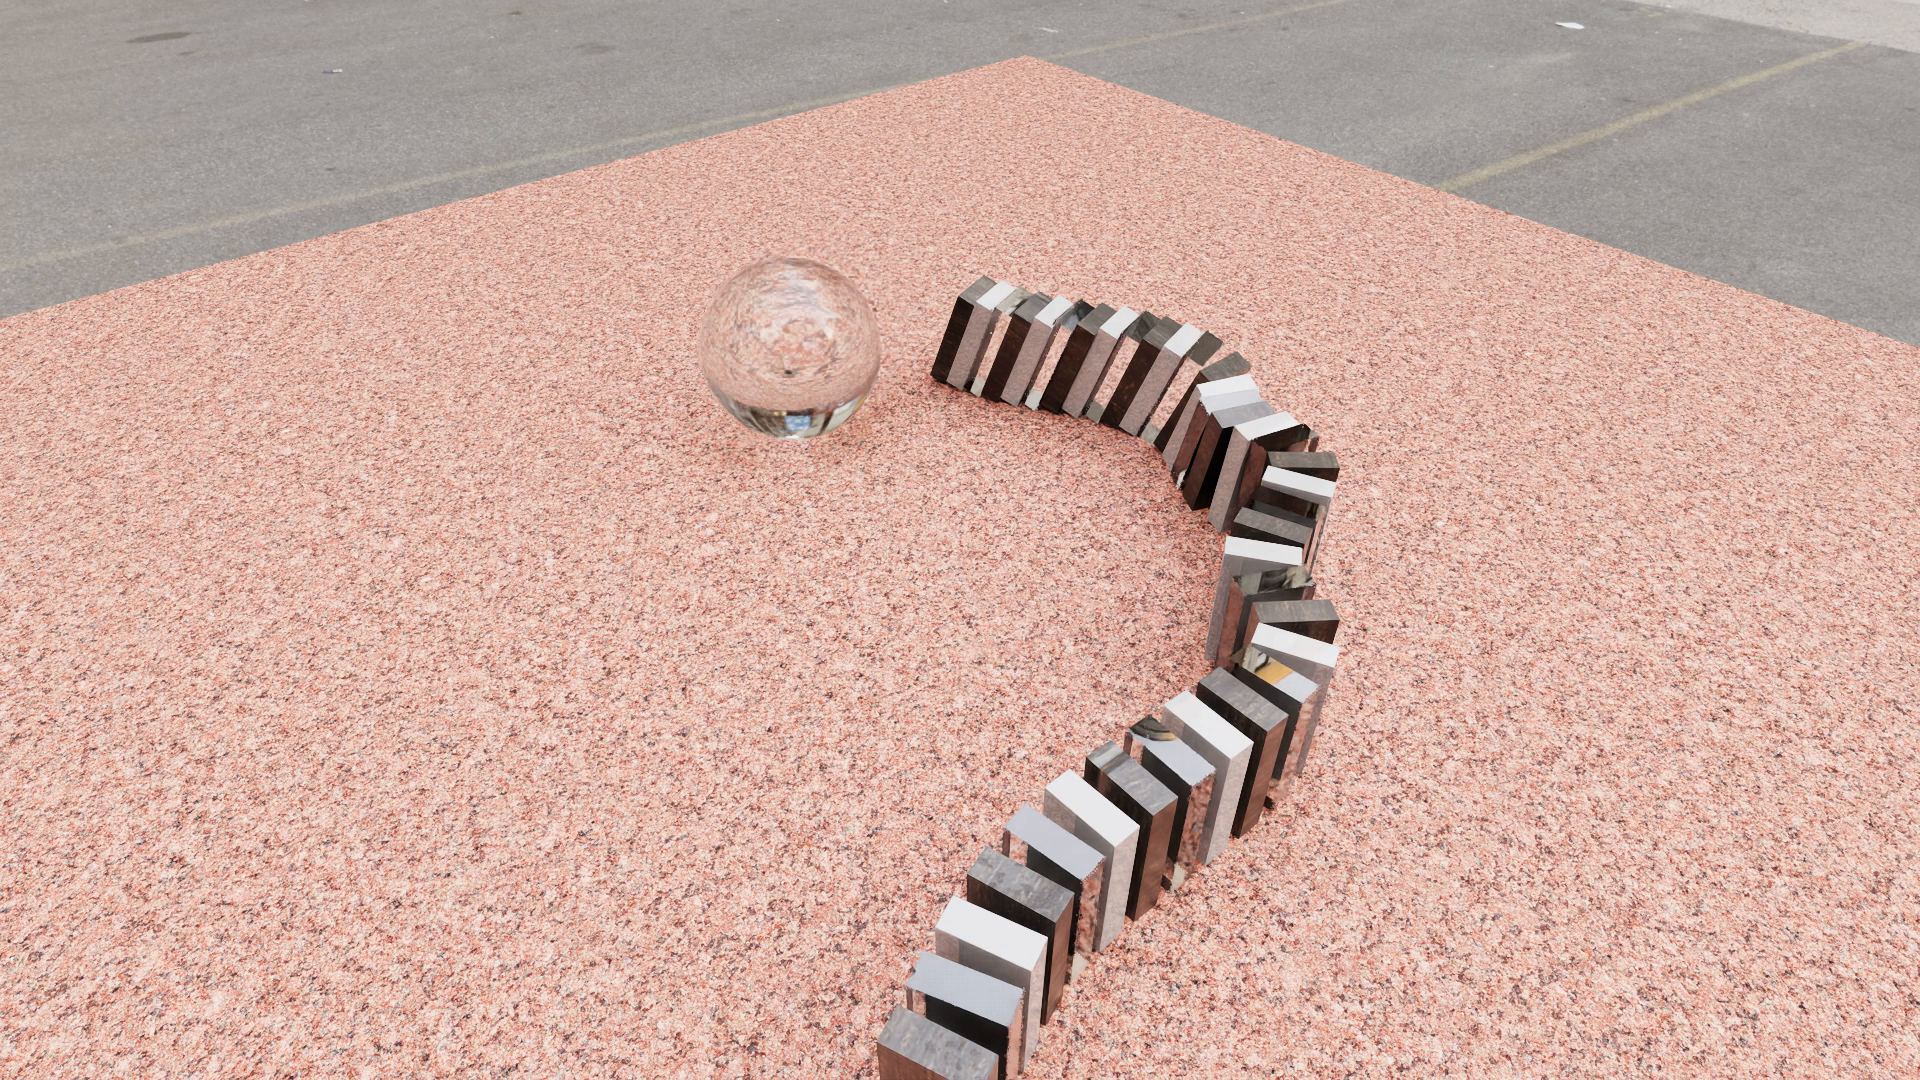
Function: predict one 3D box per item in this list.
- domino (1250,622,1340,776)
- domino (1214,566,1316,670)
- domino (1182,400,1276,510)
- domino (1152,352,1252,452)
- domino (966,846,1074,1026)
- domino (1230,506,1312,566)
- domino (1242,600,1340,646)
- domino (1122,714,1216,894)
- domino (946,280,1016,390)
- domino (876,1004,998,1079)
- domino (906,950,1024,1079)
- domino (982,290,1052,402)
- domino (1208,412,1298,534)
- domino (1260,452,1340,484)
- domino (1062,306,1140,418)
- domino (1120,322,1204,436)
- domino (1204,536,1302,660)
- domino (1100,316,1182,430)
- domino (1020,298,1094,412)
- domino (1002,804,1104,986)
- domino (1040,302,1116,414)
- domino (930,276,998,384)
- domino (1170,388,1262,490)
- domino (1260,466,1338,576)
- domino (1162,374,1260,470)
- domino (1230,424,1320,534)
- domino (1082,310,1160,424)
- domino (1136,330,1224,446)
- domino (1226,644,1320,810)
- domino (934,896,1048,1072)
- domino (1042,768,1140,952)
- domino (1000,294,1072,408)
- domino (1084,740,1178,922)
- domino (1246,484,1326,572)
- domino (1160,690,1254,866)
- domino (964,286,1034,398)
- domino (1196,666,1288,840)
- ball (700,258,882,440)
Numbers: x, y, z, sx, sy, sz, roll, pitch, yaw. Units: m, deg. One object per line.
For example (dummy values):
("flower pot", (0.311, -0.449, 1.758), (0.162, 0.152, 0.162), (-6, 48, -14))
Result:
("domino", (0.102, 0.051, 0.349), (0.025, 0.050, 0.009), (17, 42, 20))
("domino", (0.102, 0.032, 0.372), (0.025, 0.050, 0.009), (-8, 40, -10))
("domino", (0.110, -0.034, 0.452), (0.025, 0.050, 0.010), (-13, 54, -15))
("domino", (0.106, -0.059, 0.484), (0.025, 0.050, 0.010), (-29, 70, -30))
("domino", (0.015, 0.103, 0.285), (0.025, 0.050, 0.010), (22, 44, 25))
("domino", (0.108, 0.014, 0.394), (0.025, 0.050, 0.009), (20, 43, 22))
("domino", (0.105, 0.042, 0.361), (0.025, 0.050, 0.009), (-2, 39, -3))
("domino", (0.058, 0.077, 0.318), (0.010, 0.050, 0.025), (-26, 46, -28))
("domino", (0.010, -0.098, 0.531), (0.010, 0.050, 0.025), (34, 47, 9))
("domino", (-0.005, 0.129, 0.254), (0.025, 0.050, 0.010), (18, 43, 21))
("domino", (0.001, 0.120, 0.264), (0.025, 0.050, 0.009), (15, 42, 18))
("domino", (0.027, -0.091, 0.523), (0.009, 0.050, 0.025), (34, 47, 9))
("domino", (0.118, -0.027, 0.444), (0.025, 0.050, 0.010), (-17, 49, -20))
("domino", (0.128, -0.011, 0.425), (0.025, 0.050, 0.009), (1, 41, 1))
("domino", (0.065, -0.082, 0.512), (0.009, 0.050, 0.025), (36, 48, 11))
("domino", (0.091, -0.072, 0.500), (0.010, 0.050, 0.025), (36, 48, 10))
("domino", (0.101, 0.023, 0.384), (0.025, 0.050, 0.010), (10, 40, 11))
("domino", (0.083, -0.076, 0.504), (0.010, 0.050, 0.025), (36, 48, 11))
("domino", (0.046, -0.087, 0.517), (0.009, 0.050, 0.025), (36, 48, 11))
("domino", (0.024, 0.096, 0.295), (0.025, 0.050, 0.009), (28, 47, 30))
("domino", (0.056, -0.085, 0.514), (0.009, 0.050, 0.025), (36, 48, 11))
("domino", (0.002, -0.102, 0.536), (0.009, 0.050, 0.025), (34, 47, 9))
("domino", (0.107, -0.041, 0.462), (0.025, 0.050, 0.009), (-11, 58, -13))
("domino", (0.123, -0.002, 0.414), (0.025, 0.050, 0.009), (17, 43, 20))
("domino", (0.107, -0.050, 0.472), (0.025, 0.050, 0.009), (-14, 62, -16))
("domino", (0.124, -0.020, 0.436), (0.025, 0.050, 0.010), (-17, 44, -20))
("domino", (0.075, -0.080, 0.508), (0.010, 0.050, 0.025), (36, 48, 11))
("domino", (0.099, -0.068, 0.494), (0.010, 0.050, 0.025), (36, 48, 10))
("domino", (0.093, 0.058, 0.340), (0.025, 0.050, 0.010), (32, 49, 33))
("domino", (0.007, 0.112, 0.275), (0.025, 0.050, 0.010), (18, 42, 20))
("domino", (0.034, 0.089, 0.303), (0.010, 0.050, 0.025), (-30, 48, -31))
("domino", (0.037, -0.089, 0.519), (0.010, 0.050, 0.025), (34, 47, 9))
("domino", (0.046, 0.083, 0.310), (0.009, 0.050, 0.025), (-27, 46, -29))
("domino", (0.116, 0.006, 0.404), (0.025, 0.050, 0.009), (21, 44, 24))
("domino", (0.070, 0.071, 0.325), (0.009, 0.050, 0.025), (-27, 46, -29))
("domino", (0.019, -0.095, 0.527), (0.009, 0.050, 0.025), (34, 47, 9))
("domino", (0.081, 0.065, 0.332), (0.010, 0.050, 0.025), (-28, 47, -30))
("ball", (-0.075, -0.085, 0.492), (0.080, 0.080, 0.080), (0, 39, 0))
